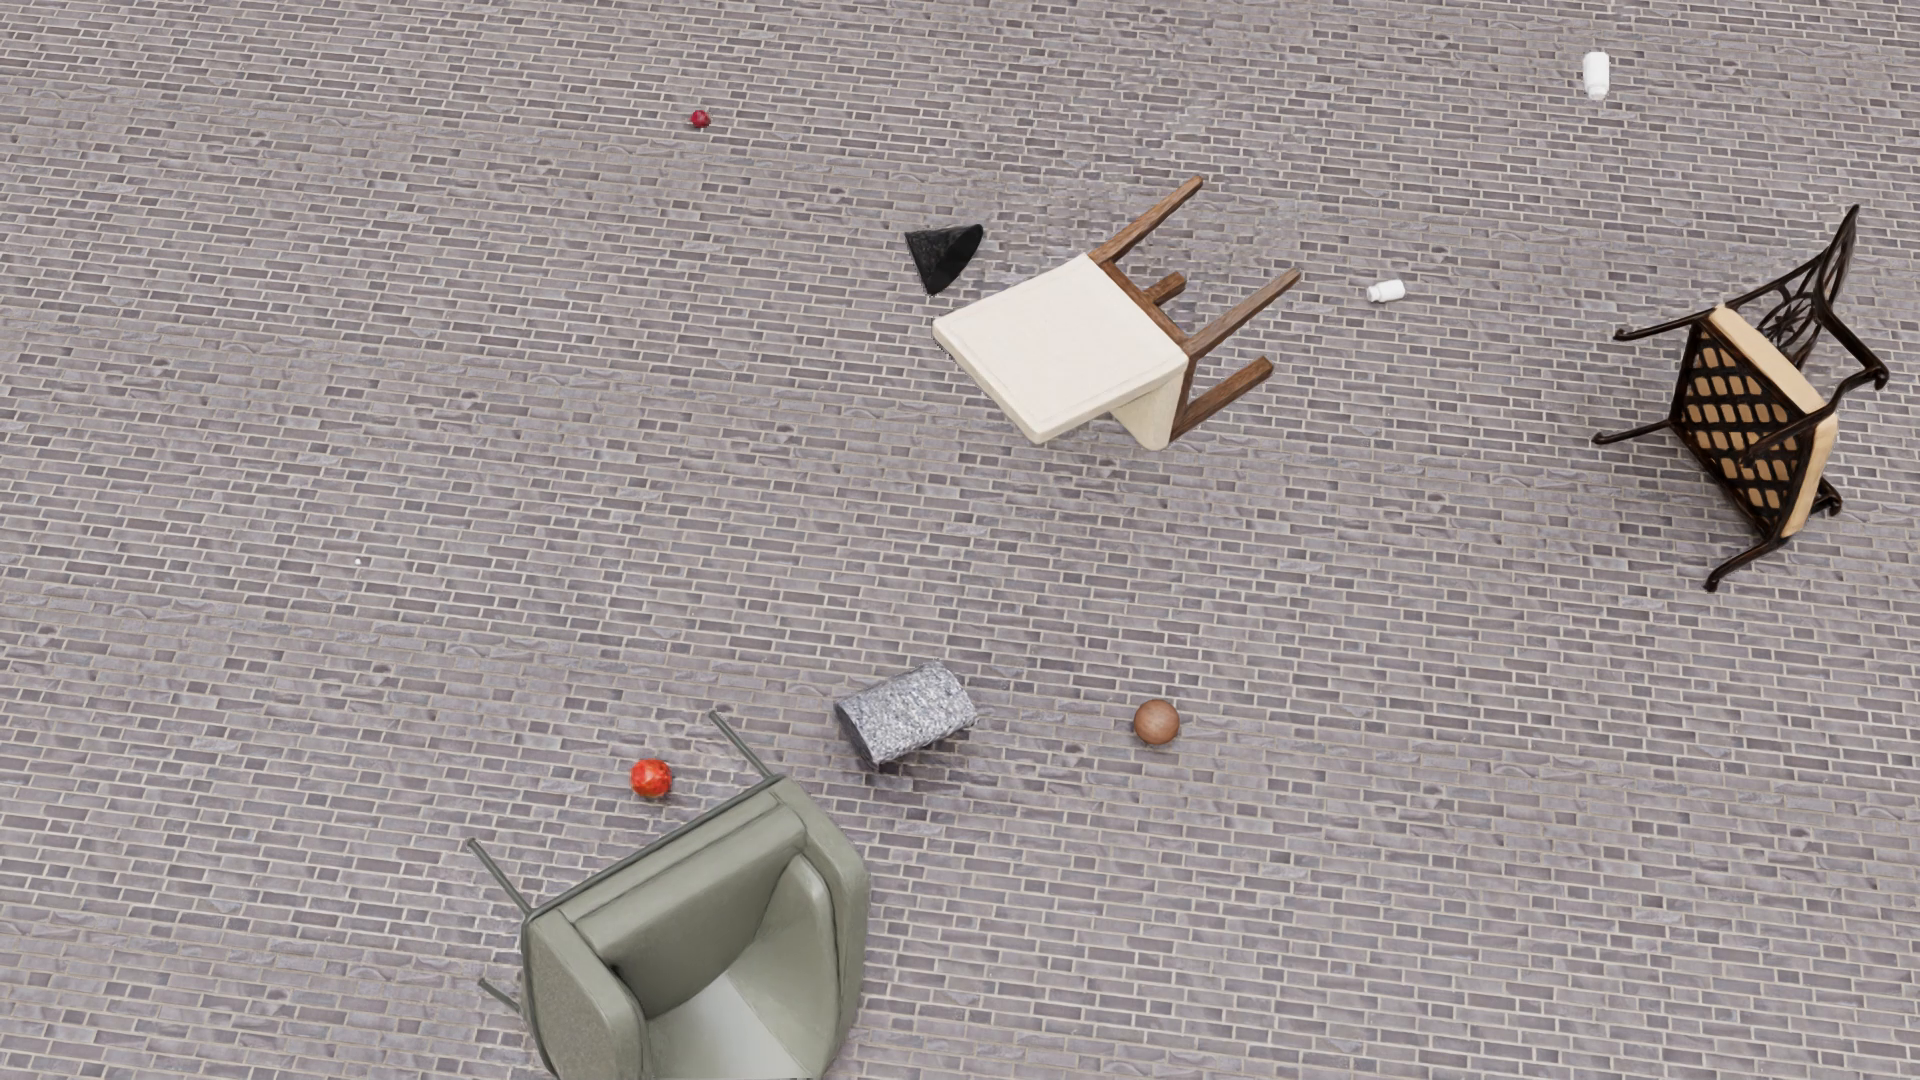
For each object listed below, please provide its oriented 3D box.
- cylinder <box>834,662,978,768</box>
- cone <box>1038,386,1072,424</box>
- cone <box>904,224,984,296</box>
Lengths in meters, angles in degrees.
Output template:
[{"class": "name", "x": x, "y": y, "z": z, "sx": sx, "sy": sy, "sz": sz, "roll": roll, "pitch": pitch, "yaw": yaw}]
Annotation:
[{"class": "cylinder", "x": -0.153, "y": 0.483, "z": 6.132, "sx": 0.314, "sy": 0.133, "sz": 0.319, "roll": -22, "pitch": 29, "yaw": -14}, {"class": "cone", "x": 0.310, "y": -0.425, "z": 6.840, "sx": 0.104, "sy": 0.055, "sz": 0.127, "roll": -8, "pitch": 74, "yaw": -27}, {"class": "cone", "x": -0.100, "y": -0.959, "z": 7.174, "sx": 0.258, "sy": 0.115, "sz": 0.286, "roll": 33, "pitch": 82, "yaw": 38}]
